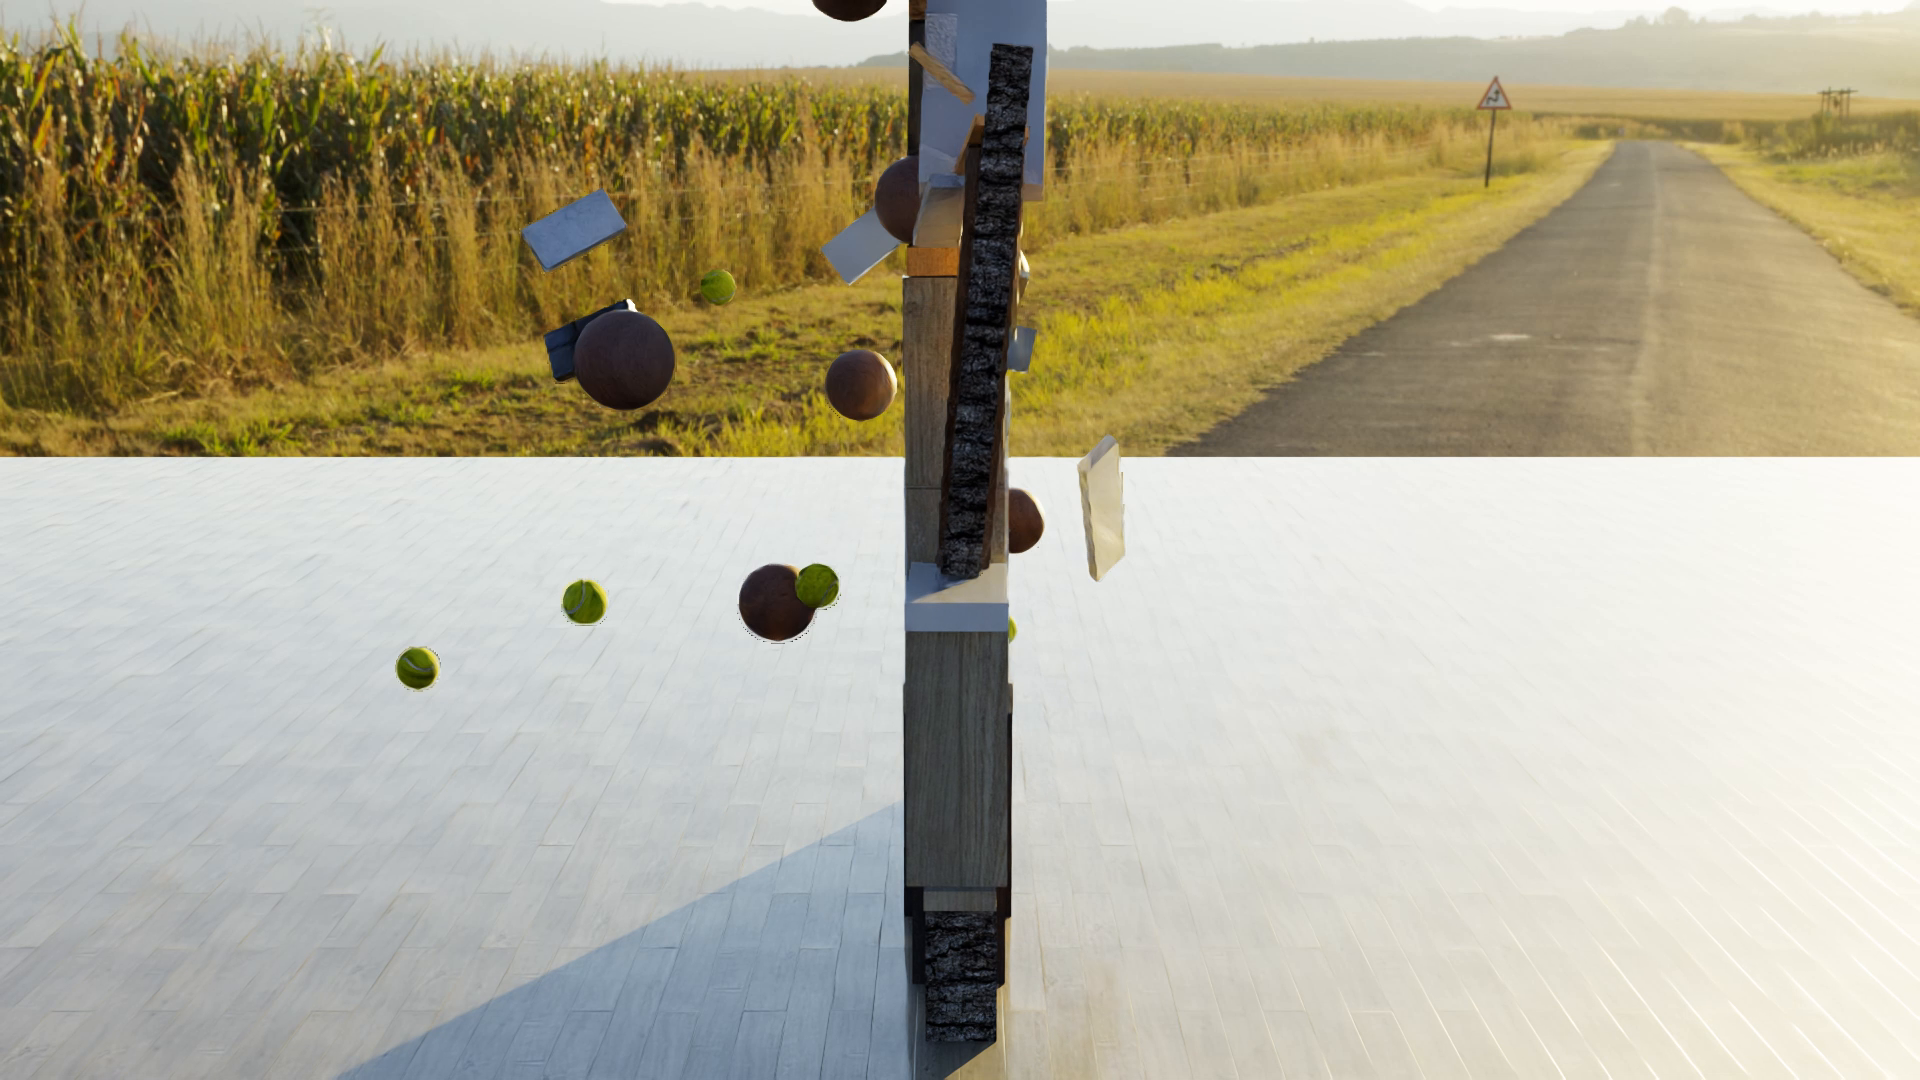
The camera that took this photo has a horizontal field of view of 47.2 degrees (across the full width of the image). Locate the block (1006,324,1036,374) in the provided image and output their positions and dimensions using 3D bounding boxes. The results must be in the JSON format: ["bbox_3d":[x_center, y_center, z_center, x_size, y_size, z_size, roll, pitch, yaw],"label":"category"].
[{"bbox_3d":[0.063,-0.349,3.906,0.160,0.080,0.023,9,3,-42],"label":"block"}]

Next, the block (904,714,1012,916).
[{"bbox_3d":[-0.004,0.434,3.555,0.174,0.348,0.049,0,11,0],"label":"block"}]

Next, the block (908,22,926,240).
[{"bbox_3d":[0.002,-0.619,3.342,0.162,0.323,0.046,1,10,1],"label":"block"}]

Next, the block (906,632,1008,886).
[{"bbox_3d":[-0.004,0.294,3.020,0.139,0.366,0.039,0,10,0],"label":"block"}]

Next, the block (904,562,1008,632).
[{"bbox_3d":[-0.003,0.078,3.075,0.139,0.039,0.278,0,11,1],"label":"block"}]

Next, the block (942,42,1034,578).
[{"bbox_3d":[0.035,-0.300,2.996,0.054,0.735,0.015,5,18,-1],"label":"block"}]

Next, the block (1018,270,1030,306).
[{"bbox_3d":[0.055,-0.392,3.721,0.080,0.160,0.023,20,32,-1],"label":"block"}]

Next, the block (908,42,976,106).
[{"bbox_3d":[-0.024,-0.627,2.959,0.107,0.015,0.054,41,14,-8],"label":"block"}]

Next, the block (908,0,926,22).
[{"bbox_3d":[0.014,-0.818,3.414,0.162,0.046,0.323,1,9,3],"label":"block"}]

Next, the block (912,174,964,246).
[{"bbox_3d":[-0.016,-0.455,3.045,0.076,0.022,0.152,-1,-23,-11],"label":"block"}]

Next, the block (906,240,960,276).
[{"bbox_3d":[-0.002,-0.417,3.245,0.144,0.041,0.287,0,10,1],"label":"block"}]

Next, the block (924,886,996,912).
[{"bbox_3d":[0.000,0.478,3.113,0.099,0.028,0.198,0,11,0],"label":"block"}]

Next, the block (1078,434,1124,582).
[{"bbox_3d":[0.265,-0.052,4.088,0.023,0.080,0.557,41,-12,18],"label":"block"}]

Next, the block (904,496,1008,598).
[{"bbox_3d":[-0.005,0.078,3.395,0.158,0.316,0.045,0,17,1],"label":"block"}]

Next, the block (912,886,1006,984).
[{"bbox_3d":[-0.002,0.523,3.274,0.138,0.275,0.039,0,11,0],"label":"block"}]

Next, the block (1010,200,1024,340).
[{"bbox_3d":[0.055,-0.701,3.612,0.116,0.736,0.033,4,9,3],"label":"block"}]

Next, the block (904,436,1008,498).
[{"bbox_3d":[-0.003,-0.118,3.448,0.158,0.045,0.316,0,12,1],"label":"block"}]

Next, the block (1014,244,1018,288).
[{"bbox_3d":[0.012,-0.612,3.552,0.162,0.402,0.046,1,5,-2],"label":"block"}]

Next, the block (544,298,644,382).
[{"bbox_3d":[-0.508,-0.277,3.051,0.136,0.068,0.019,-21,-16,15],"label":"block"}]

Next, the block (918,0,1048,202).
[{"bbox_3d":[0.038,-0.745,3.171,0.174,0.544,0.049,2,-19,1],"label":"block"}]

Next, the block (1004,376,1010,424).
[{"bbox_3d":[0.018,-0.242,3.757,0.134,0.038,0.267,1,14,0],"label":"block"}]

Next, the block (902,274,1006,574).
[{"bbox_3d":[-0.007,-0.101,3.226,0.144,0.572,0.041,0,12,2],"label":"block"}]

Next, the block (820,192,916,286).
[{"bbox_3d":[-0.135,-0.452,3.304,0.136,0.068,0.019,-38,-3,5],"label":"block"}]

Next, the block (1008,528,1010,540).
[{"bbox_3d":[0.026,-0.033,4.046,0.097,0.027,0.194,3,14,-10],"label":"block"}]

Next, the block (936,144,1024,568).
[{"bbox_3d":[0.026,-0.245,3.056,0.076,0.606,0.022,2,22,-6],"label":"block"}]

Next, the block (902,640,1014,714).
[{"bbox_3d":[-0.003,0.218,3.632,0.174,0.049,0.348,0,11,0],"label":"block"}]

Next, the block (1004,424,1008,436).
[{"bbox_3d":[0.013,-0.077,3.730,0.134,0.267,0.038,1,22,1],"label":"block"}]

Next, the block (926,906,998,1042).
[{"bbox_3d":[0.002,0.601,3.069,0.099,0.198,0.028,0,11,0],"label":"block"}]

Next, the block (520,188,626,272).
[{"bbox_3d":[-0.562,-0.451,3.202,0.136,0.068,0.019,-32,-3,-18],"label":"block"}]

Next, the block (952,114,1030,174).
[{"bbox_3d":[0.035,-0.513,3.019,0.076,0.152,0.022,12,51,-12],"label":"block"}]

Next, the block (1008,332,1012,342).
[{"bbox_3d":[0.039,-0.329,3.639,0.060,0.017,0.120,6,-7,-15],"label":"block"}]
